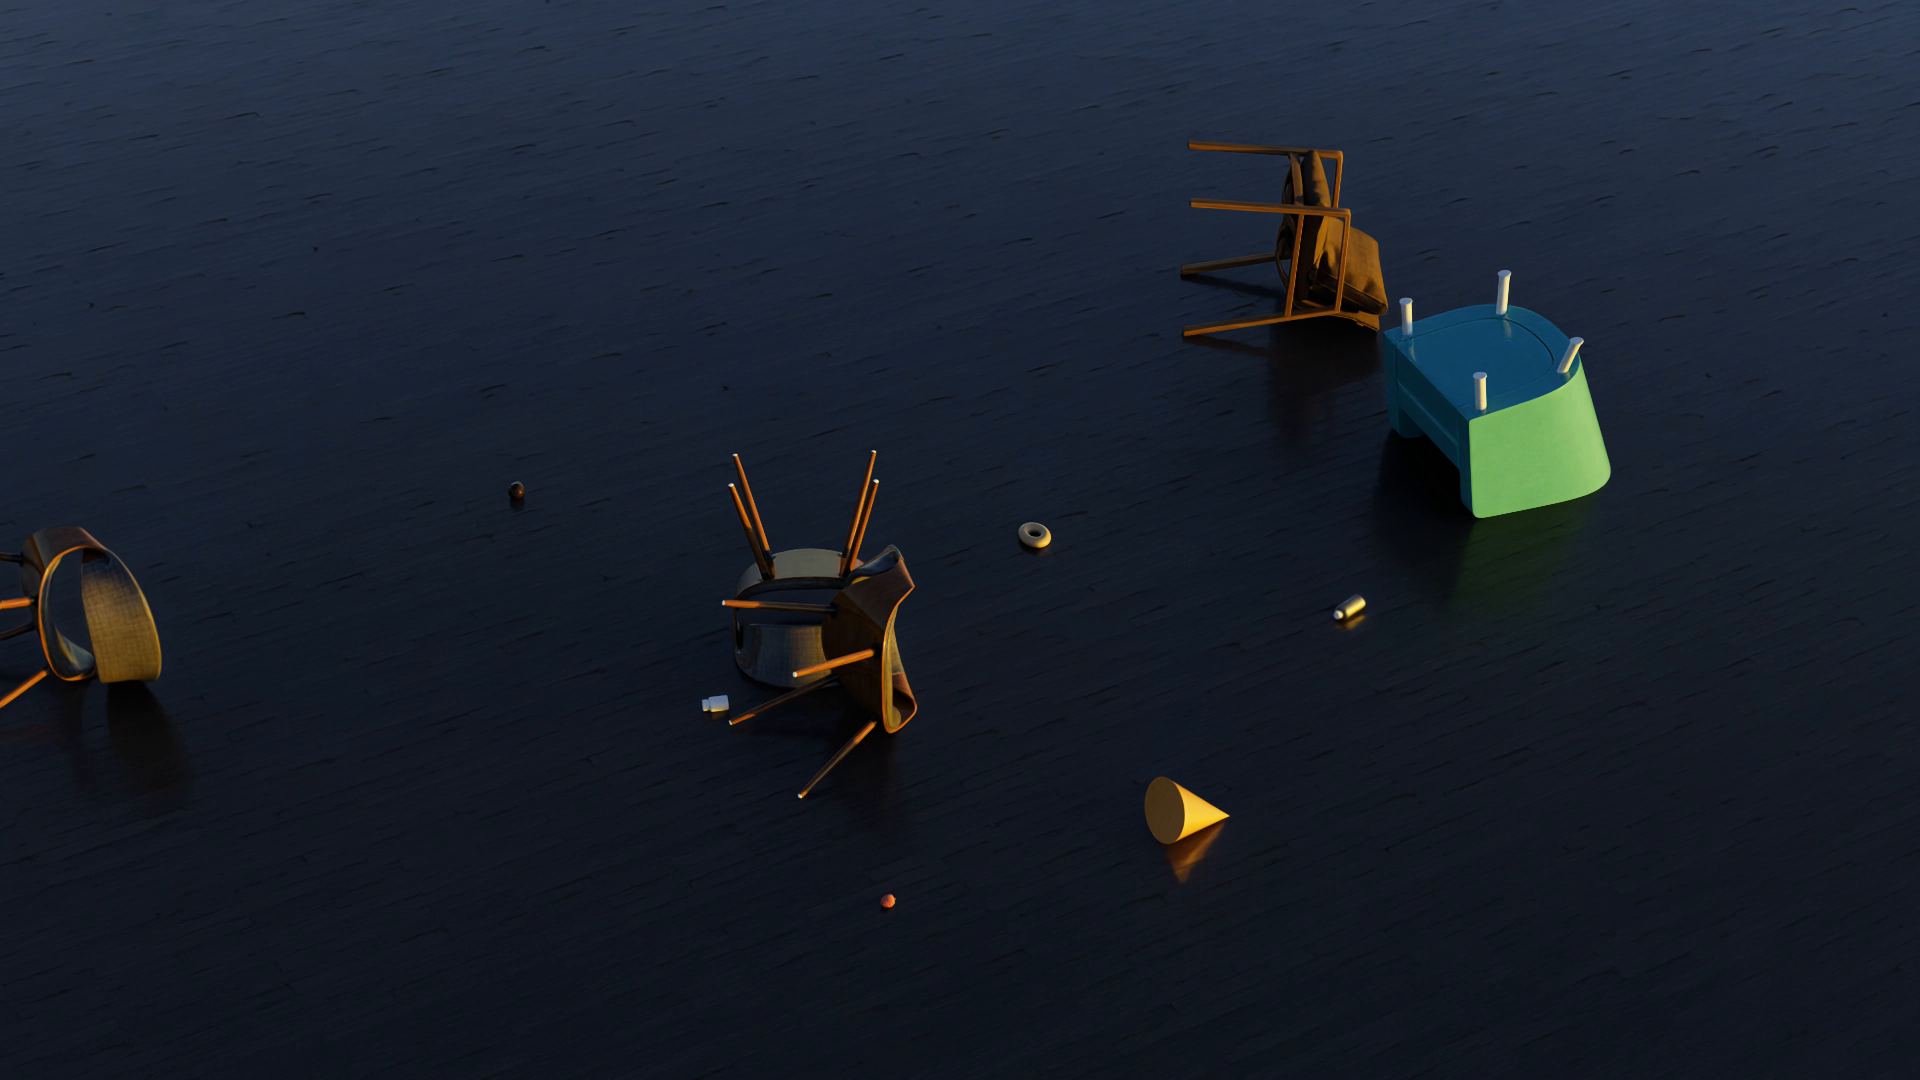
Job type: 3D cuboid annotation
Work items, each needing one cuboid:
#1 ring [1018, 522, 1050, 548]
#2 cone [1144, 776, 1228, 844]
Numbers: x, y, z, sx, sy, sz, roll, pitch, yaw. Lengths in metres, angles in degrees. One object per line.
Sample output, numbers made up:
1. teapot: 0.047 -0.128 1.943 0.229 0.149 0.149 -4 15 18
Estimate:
1. ring: 0.278 -0.018 10.939 0.115 0.038 0.154 -14 35 -18
2. cone: 0.770 0.886 9.515 0.256 0.199 0.256 8 25 -29
